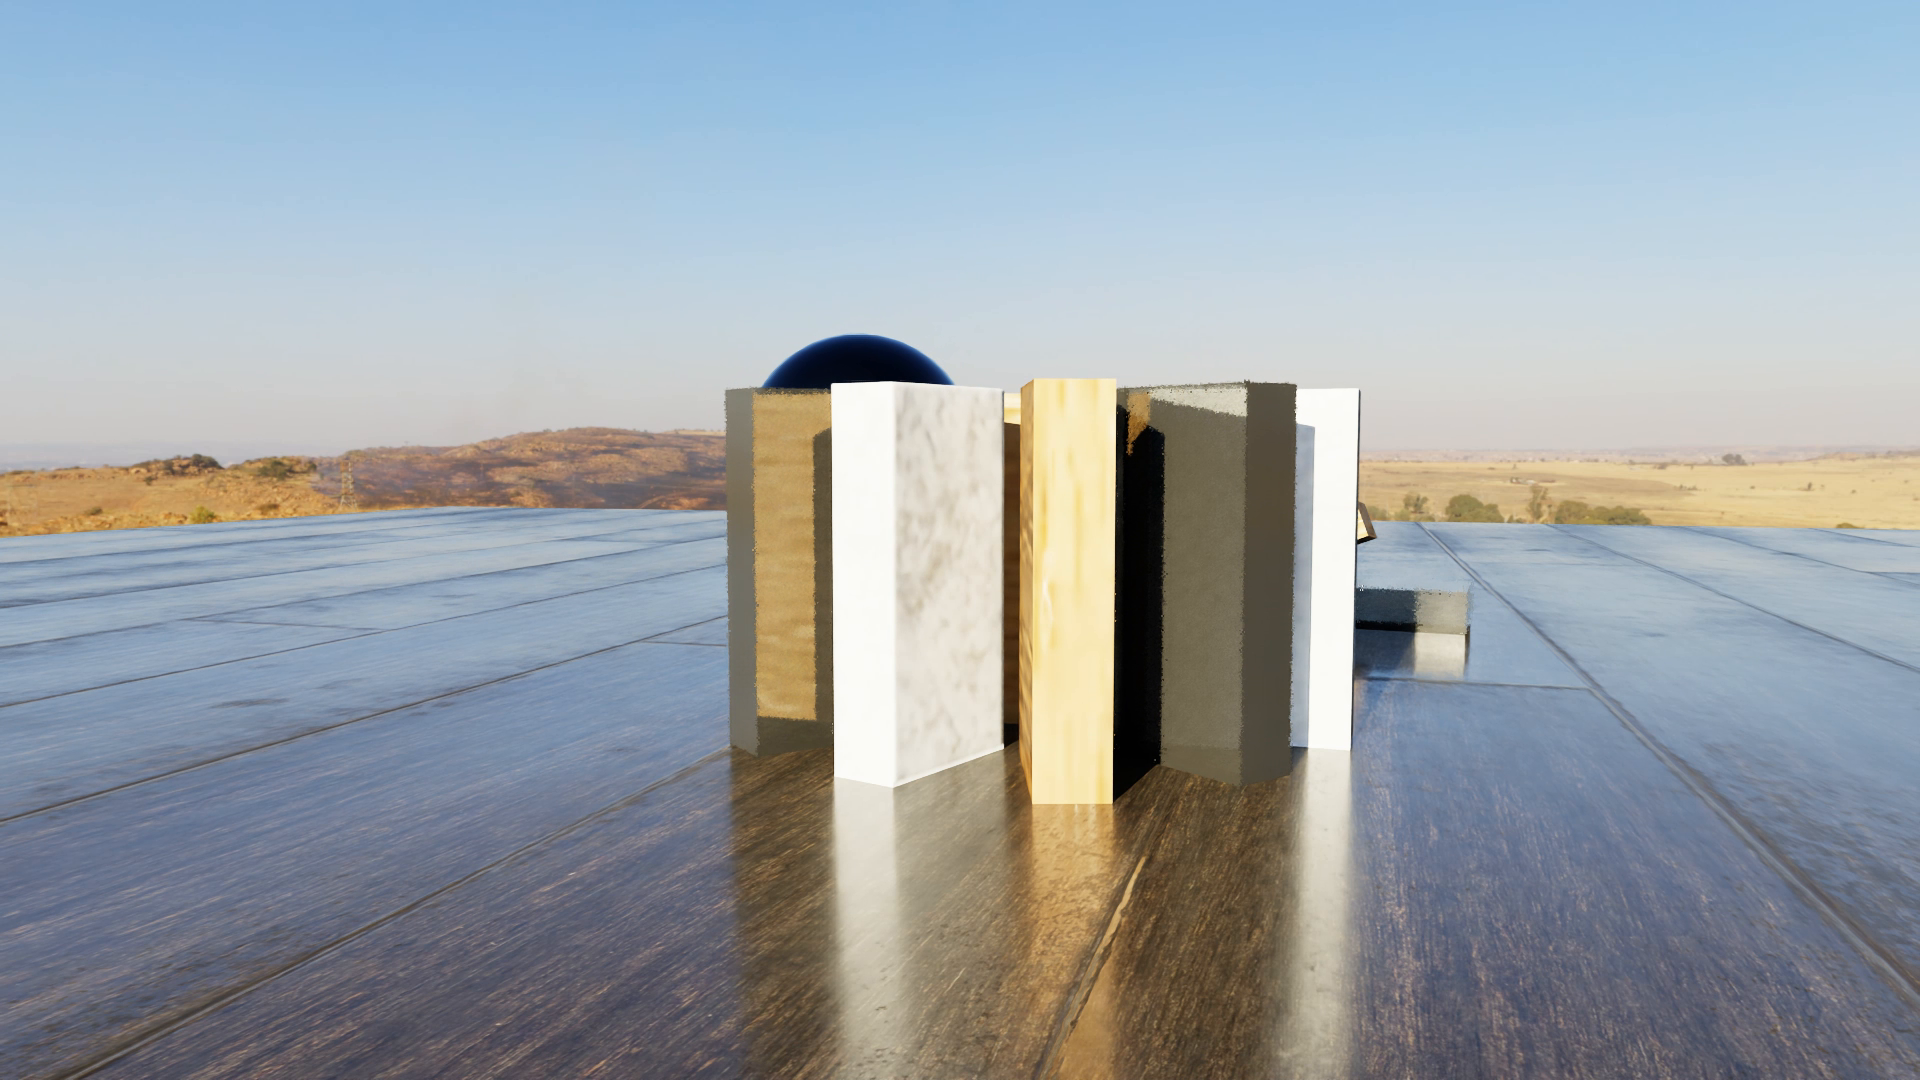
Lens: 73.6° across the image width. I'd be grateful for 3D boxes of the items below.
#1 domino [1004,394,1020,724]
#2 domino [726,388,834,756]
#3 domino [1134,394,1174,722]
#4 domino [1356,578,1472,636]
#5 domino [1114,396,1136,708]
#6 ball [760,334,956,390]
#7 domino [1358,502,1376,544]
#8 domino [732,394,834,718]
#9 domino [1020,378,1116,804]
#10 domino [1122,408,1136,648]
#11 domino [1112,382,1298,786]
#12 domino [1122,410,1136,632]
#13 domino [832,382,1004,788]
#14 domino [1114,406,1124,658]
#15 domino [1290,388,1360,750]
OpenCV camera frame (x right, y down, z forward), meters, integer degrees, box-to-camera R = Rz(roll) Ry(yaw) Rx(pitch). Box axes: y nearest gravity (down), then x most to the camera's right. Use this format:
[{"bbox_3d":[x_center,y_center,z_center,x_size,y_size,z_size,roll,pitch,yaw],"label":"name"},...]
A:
[{"bbox_3d":[0.003,0.003,0.199,0.025,0.050,0.010,1,4,12],"label":"domino"},{"bbox_3d":[-0.020,0.004,0.183,0.025,0.050,0.009,-3,5,-33],"label":"domino"},{"bbox_3d":[0.041,0.002,0.204,0.025,0.050,0.010,-2,5,-24],"label":"domino"},{"bbox_3d":[0.095,0.015,0.307,0.050,0.009,0.025,2,5,24],"label":"domino"},{"bbox_3d":[0.028,0.001,0.219,0.010,0.050,0.025,1,4,14],"label":"domino"},{"bbox_3d":[-0.034,-0.031,0.440,0.080,0.080,0.080,0,4,0],"label":"ball"},{"bbox_3d":[0.081,0.003,0.333,0.050,0.009,0.025,-21,-9,21],"label":"domino"},{"bbox_3d":[-0.023,0.002,0.204,0.025,0.050,0.009,2,5,20],"label":"domino"},{"bbox_3d":[0.013,0.005,0.163,0.009,0.050,0.025,0,4,-1],"label":"domino"},{"bbox_3d":[0.032,-0.003,0.275,0.025,0.050,0.009,3,5,37],"label":"domino"},{"bbox_3d":[0.031,0.005,0.170,0.009,0.050,0.025,-3,5,-37],"label":"domino"},{"bbox_3d":[0.044,-0.004,0.291,0.025,0.050,0.010,3,5,33],"label":"domino"},{"bbox_3d":[-0.005,0.005,0.170,0.010,0.050,0.025,3,5,35],"label":"domino"},{"bbox_3d":[0.020,-0.002,0.260,0.025,0.050,0.010,4,6,40],"label":"domino"},{"bbox_3d":[0.044,0.004,0.185,0.025,0.050,0.010,2,5,19],"label":"domino"}]
